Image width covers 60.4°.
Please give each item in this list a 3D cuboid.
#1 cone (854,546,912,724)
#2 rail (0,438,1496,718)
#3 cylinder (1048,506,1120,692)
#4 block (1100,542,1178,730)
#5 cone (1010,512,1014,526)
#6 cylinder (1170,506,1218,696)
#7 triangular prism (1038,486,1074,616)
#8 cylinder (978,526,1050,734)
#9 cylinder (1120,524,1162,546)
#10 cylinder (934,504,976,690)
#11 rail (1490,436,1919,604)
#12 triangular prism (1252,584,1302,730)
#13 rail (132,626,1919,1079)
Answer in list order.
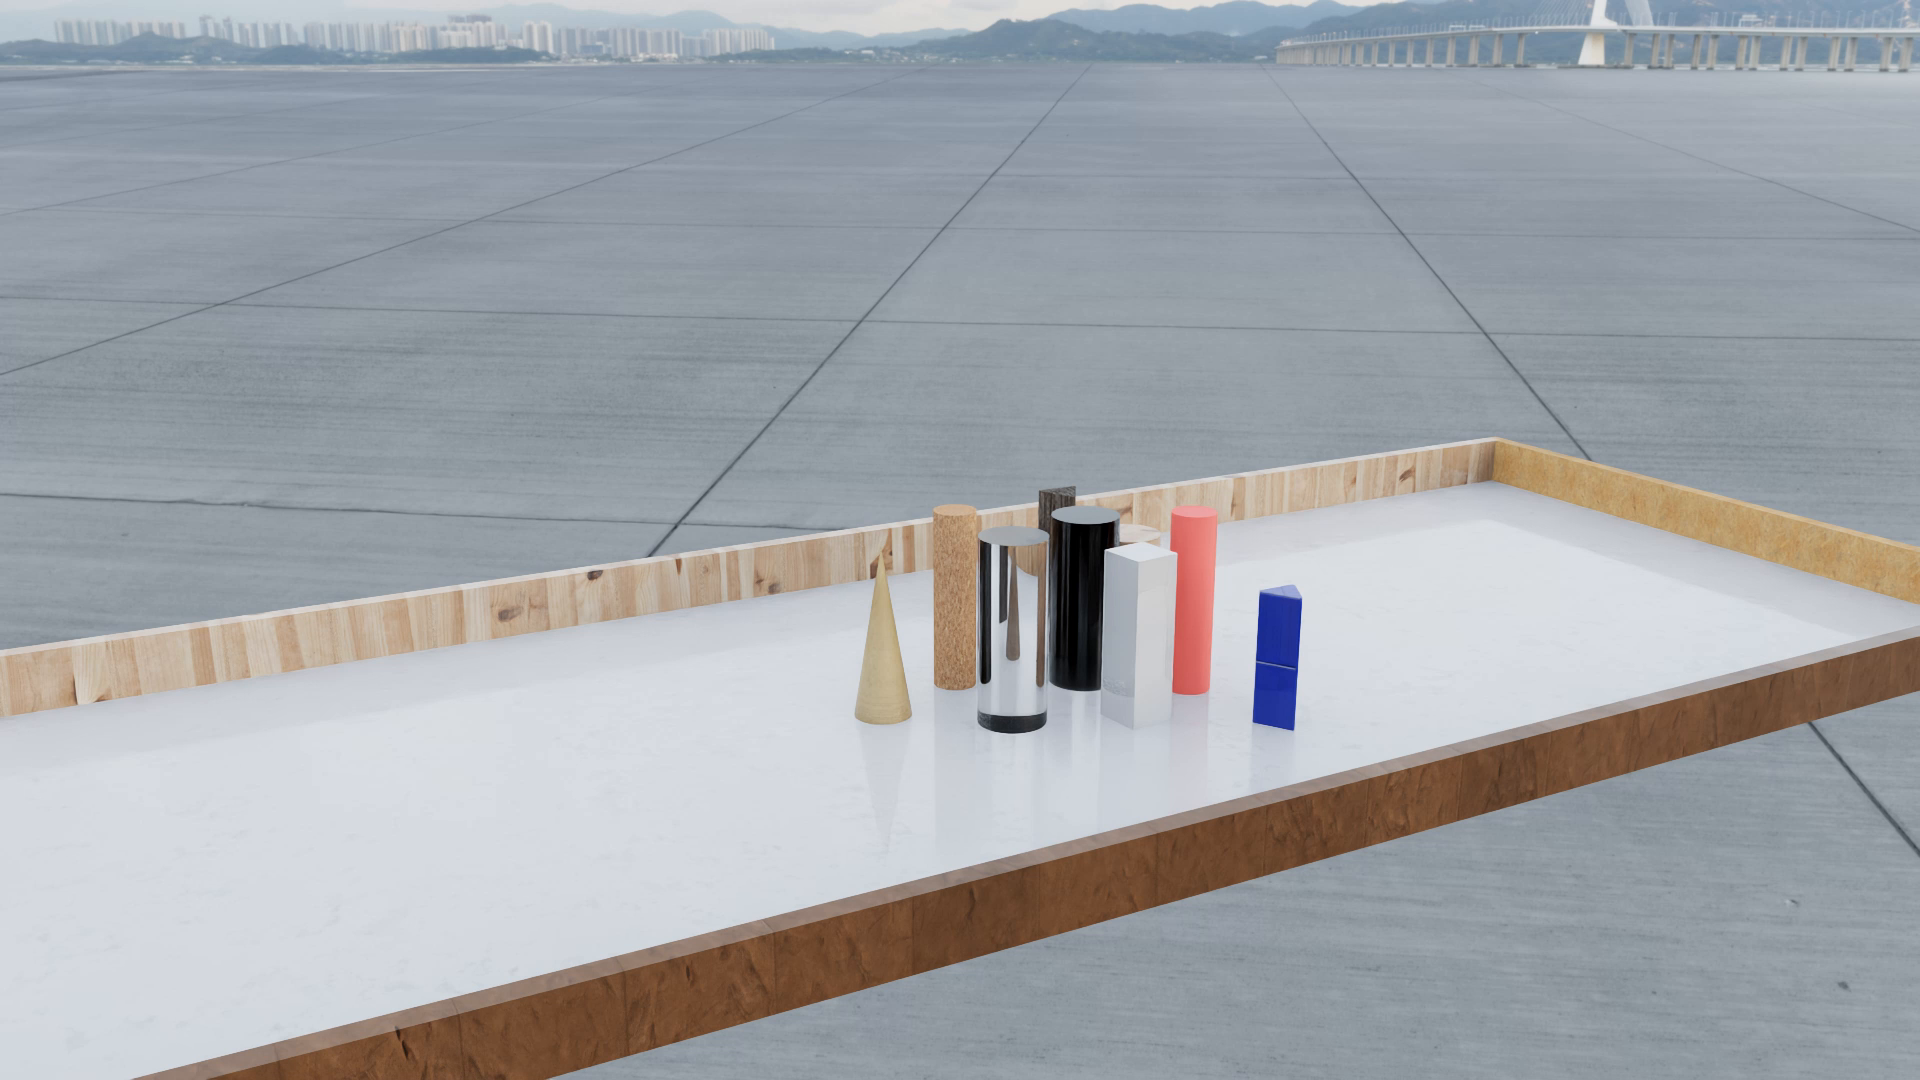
[{"bbox_3d":[-0.183,0.214,3.884,0.138,0.418,0.138,0,16,0],"label":"cone"},{"bbox_3d":[-3.305,0.497,3.399,12.000,0.150,0.050,-9,18,-27],"label":"rail"},{"bbox_3d":[0.308,0.144,4.100,0.170,0.430,0.170,0,16,0],"label":"cylinder"},{"bbox_3d":[0.418,0.223,3.868,0.119,0.410,0.119,-11,20,-34],"label":"block"},{"bbox_3d":[0.137,0.102,4.337,0.106,0.379,0.106,0,16,0],"label":"cone"},{"bbox_3d":[0.566,0.148,4.046,0.111,0.453,0.111,0,16,0],"label":"cylinder"},{"bbox_3d":[0.292,0.033,4.609,0.115,0.357,0.099,11,20,33],"label":"triangular prism"},{"bbox_3d":[0.123,0.208,3.840,0.165,0.454,0.165,0,16,0],"label":"cylinder"},{"bbox_3d":[0.438,0.134,4.337,0.171,0.317,0.171,0,16,0],"label":"cylinder"},{"bbox_3d":[-0.012,0.142,4.074,0.106,0.449,0.106,0,16,0],"label":"cylinder"},{"bbox_3d":[2.466,-0.048,5.253,0.050,0.150,2.100,-9,18,-27],"label":"rail"},{"bbox_3d":[0.756,0.270,3.859,0.102,0.325,0.089,10,19,30],"label":"triangular prism"},{"bbox_3d":[-2.336,1.006,1.665,12.000,0.150,0.050,-9,18,-27],"label":"rail"}]
